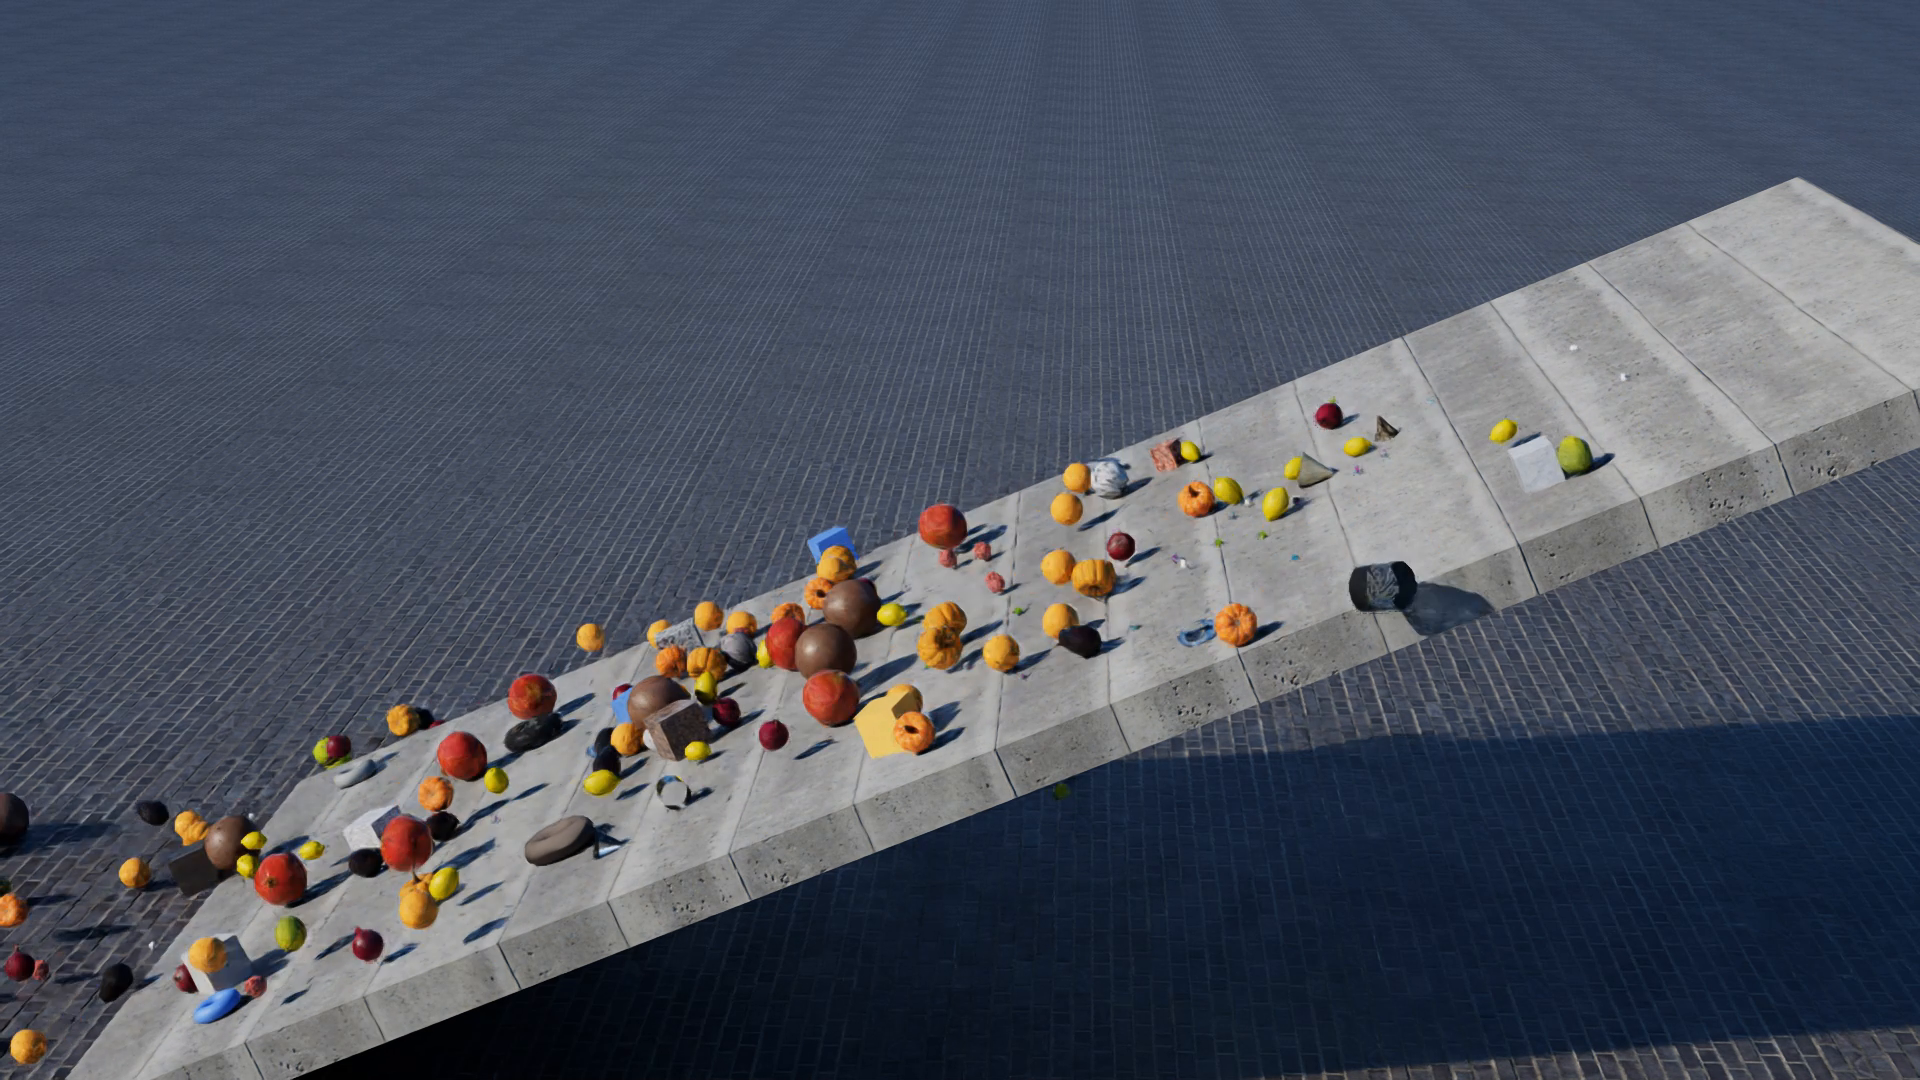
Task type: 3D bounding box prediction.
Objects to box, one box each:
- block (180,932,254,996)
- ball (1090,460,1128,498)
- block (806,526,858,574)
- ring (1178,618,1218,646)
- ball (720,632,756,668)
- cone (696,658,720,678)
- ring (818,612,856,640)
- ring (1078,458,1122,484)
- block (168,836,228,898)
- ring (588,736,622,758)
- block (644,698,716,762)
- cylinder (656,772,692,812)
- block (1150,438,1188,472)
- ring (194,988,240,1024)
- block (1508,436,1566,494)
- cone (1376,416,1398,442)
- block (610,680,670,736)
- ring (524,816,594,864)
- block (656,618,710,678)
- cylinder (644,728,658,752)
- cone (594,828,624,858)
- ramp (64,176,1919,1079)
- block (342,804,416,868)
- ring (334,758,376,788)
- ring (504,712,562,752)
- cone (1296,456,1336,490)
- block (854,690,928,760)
[{"bbox_3d":[-1.503,0.858,5.954,0.090,0.090,0.090,-32,15,-34],"label":"block"},{"bbox_3d":[0.342,-0.138,6.752,0.088,0.088,0.088,0,14,0],"label":"ball"},{"bbox_3d":[-0.315,0.024,7.286,0.084,0.084,0.084,-27,13,-17],"label":"block"},{"bbox_3d":[0.440,0.170,5.427,0.080,0.027,0.080,-22,14,6],"label":"ring"},{"bbox_3d":[-0.504,0.250,6.687,0.081,0.081,0.081,0,14,0],"label":"ball"},{"bbox_3d":[-0.569,0.302,6.730,0.052,0.052,0.052,24,10,-14],"label":"cone"},{"bbox_3d":[-0.278,0.193,6.635,0.097,0.032,0.097,-22,14,6],"label":"ring"},{"bbox_3d":[0.332,-0.165,7.003,0.111,0.037,0.111,-21,12,5],"label":"ring"},{"bbox_3d":[-1.778,0.762,6.860,0.093,0.093,0.093,-25,12,1],"label":"block"},{"bbox_3d":[-0.781,0.455,6.469,0.083,0.028,0.083,-21,13,5],"label":"ring"},{"bbox_3d":[-0.592,0.400,6.194,0.094,0.094,0.094,-29,13,-23],"label":"block"},{"bbox_3d":[-0.565,0.499,5.809,0.060,0.060,0.060,-6,24,-21],"label":"cylinder"},{"bbox_3d":[0.483,-0.196,6.815,0.054,0.054,0.054,-15,15,35],"label":"block"},{"bbox_3d":[-1.458,0.914,5.773,0.097,0.032,0.097,-26,12,6],"label":"ring"},{"bbox_3d":[1.069,-0.139,5.455,0.075,0.075,0.075,-22,12,6],"label":"block"},{"bbox_3d":[0.898,-0.243,6.254,0.053,0.053,0.053,-22,12,5],"label":"cone"},{"bbox_3d":[-0.707,0.374,6.536,0.084,0.084,0.084,-16,15,32],"label":"block"},{"bbox_3d":[-0.798,0.597,5.853,0.149,0.050,0.149,-24,11,5],"label":"ring"},{"bbox_3d":[-0.653,0.254,6.915,0.096,0.096,0.096,-24,12,-2],"label":"block"},{"bbox_3d":[-0.634,0.422,6.260,0.060,0.060,0.060,-8,4,-27],"label":"cylinder"},{"bbox_3d":[-0.680,0.590,5.715,0.062,0.062,0.062,2,14,-8],"label":"cone"},{"bbox_3d":[0.128,0.172,6.287,4.000,0.100,2.000,-22,12,8],"label":"ramp"},{"bbox_3d":[-1.266,0.645,6.408,0.093,0.093,0.093,-15,15,35],"label":"block"},{"bbox_3d":[-1.492,0.575,7.248,0.110,0.037,0.110,-22,14,6],"label":"ring"},{"bbox_3d":[-0.992,0.446,6.841,0.147,0.049,0.147,-24,12,5],"label":"ring"},{"bbox_3d":[0.751,-0.141,6.141,0.076,0.076,0.076,-6,11,24],"label":"cone"},{"bbox_3d":[-0.131,0.350,5.578,0.087,0.087,0.087,-16,14,30],"label":"block"}]
